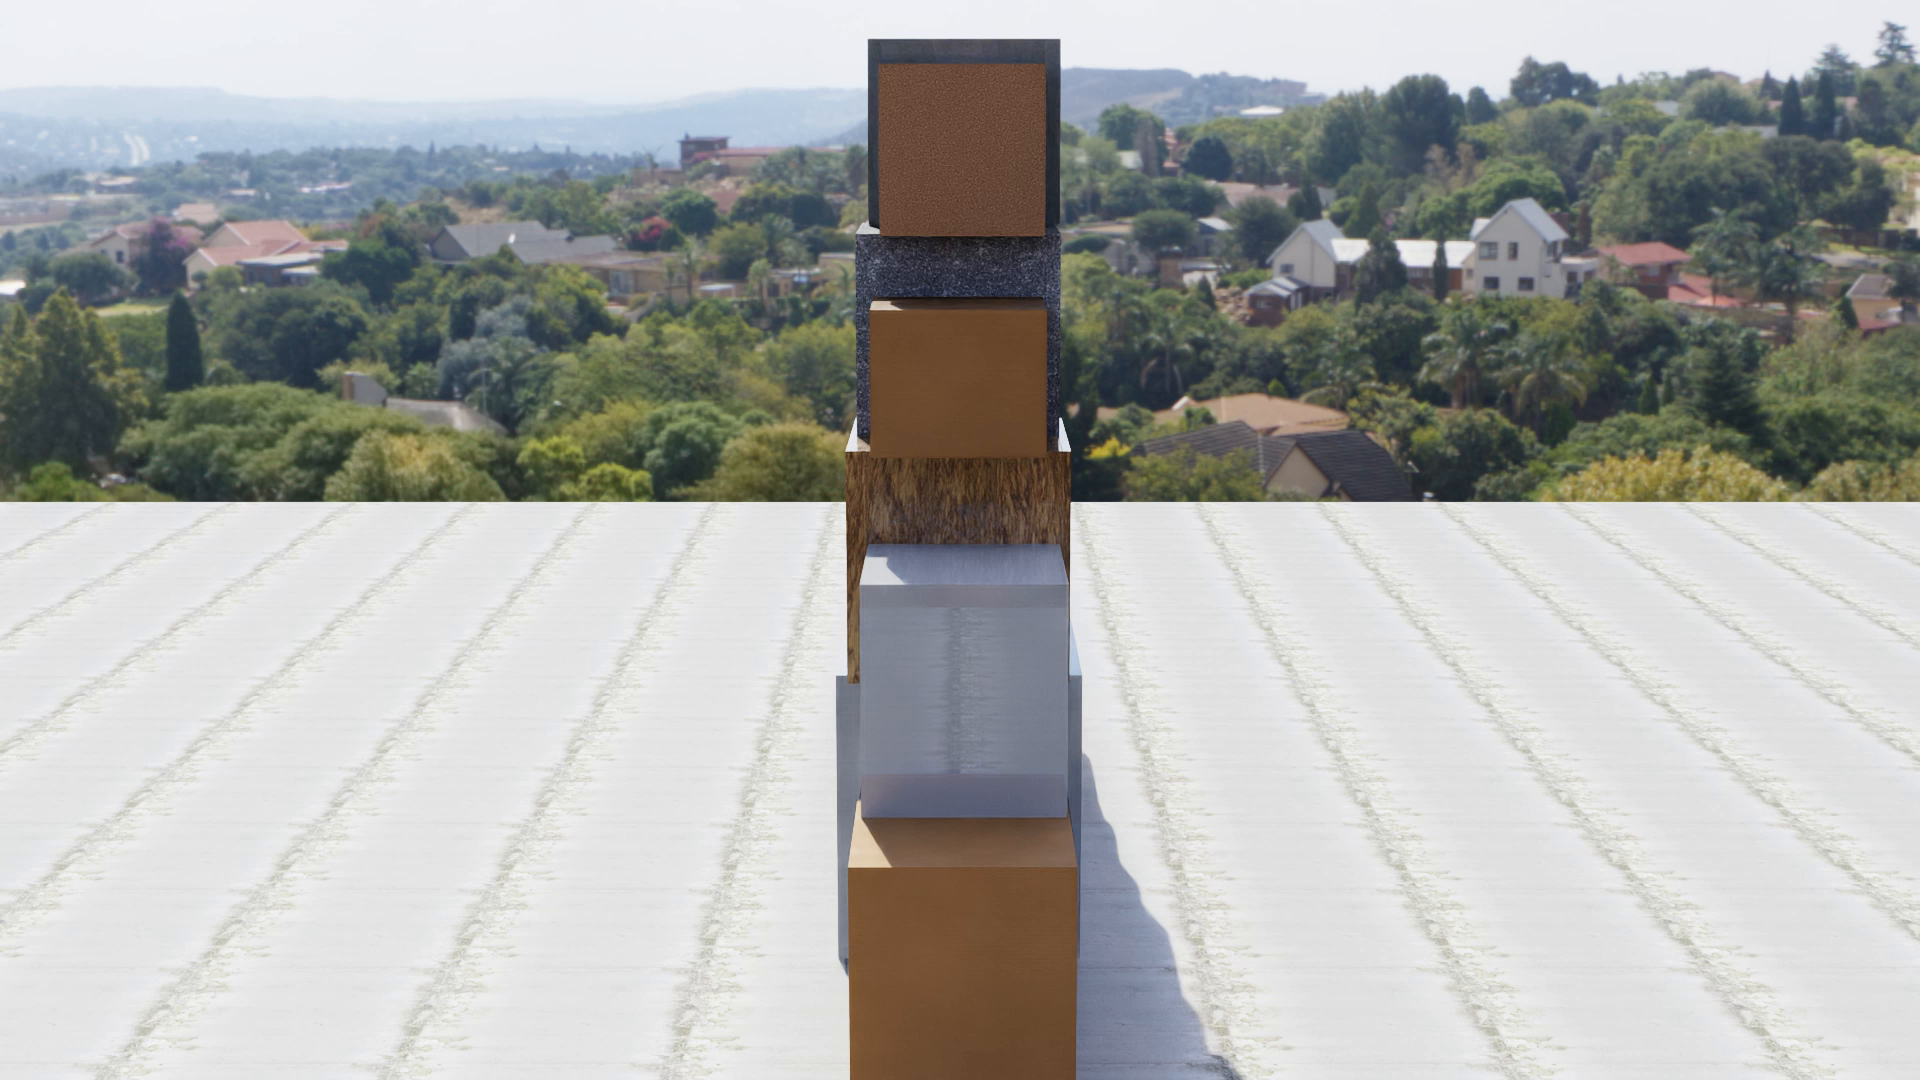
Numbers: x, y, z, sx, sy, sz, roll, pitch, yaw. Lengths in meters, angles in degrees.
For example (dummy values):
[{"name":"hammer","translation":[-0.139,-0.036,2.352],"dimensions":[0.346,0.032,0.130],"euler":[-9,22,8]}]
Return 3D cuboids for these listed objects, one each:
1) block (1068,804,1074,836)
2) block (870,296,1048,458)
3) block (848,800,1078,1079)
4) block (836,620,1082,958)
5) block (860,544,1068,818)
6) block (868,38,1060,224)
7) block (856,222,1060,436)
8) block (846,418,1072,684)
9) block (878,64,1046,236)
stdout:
[{"name":"block","translation":[0.014,1.390,9.863],"dimensions":[0.810,0.736,0.762],"euler":[0,10,0]},{"name":"block","translation":[-0.006,-0.633,9.868],"dimensions":[0.661,0.556,0.583],"euler":[0,10,0]},{"name":"block","translation":[0.009,1.460,9.073],"dimensions":[0.770,0.881,0.798],"euler":[0,10,0]},{"name":"block","translation":[-0.004,1.013,10.730],"dimensions":[0.972,1.168,1.058],"euler":[0,10,0]},{"name":"block","translation":[0.015,0.503,9.520],"dimensions":[0.737,0.846,0.851],"euler":[0,10,0]},{"name":"block","translation":[0.017,-1.727,10.904],"dimensions":[0.790,0.750,0.730],"euler":[0,7,0]},{"name":"block","translation":[-0.007,-0.875,10.515],"dimensions":[0.807,0.801,0.757],"euler":[0,10,0]},{"name":"block","translation":[-0.006,0.024,10.355],"dimensions":[0.863,0.911,0.954],"euler":[0,10,0]},{"name":"block","translation":[0.009,-1.559,10.200],"dimensions":[0.642,0.657,0.660],"euler":[0,10,0]}]
